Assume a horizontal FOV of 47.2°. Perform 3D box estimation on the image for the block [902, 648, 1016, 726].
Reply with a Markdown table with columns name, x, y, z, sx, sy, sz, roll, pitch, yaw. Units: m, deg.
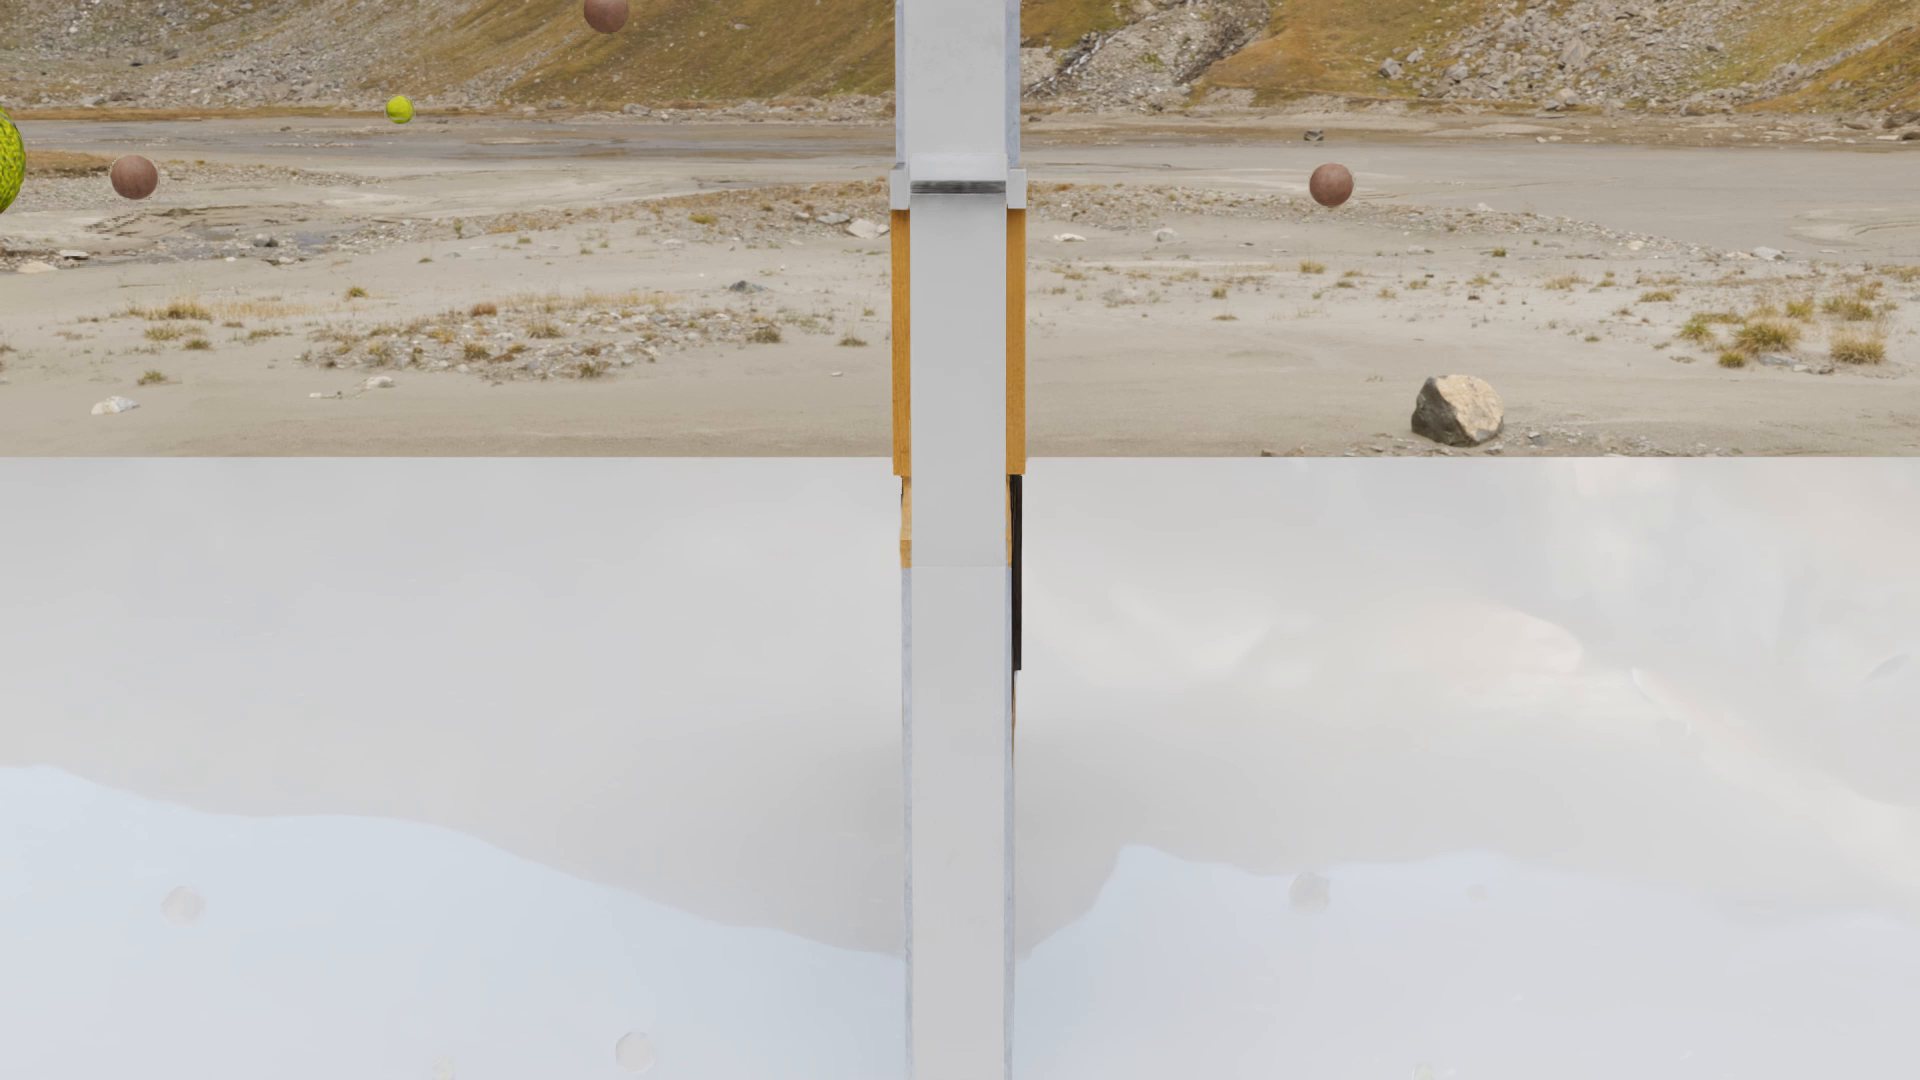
| name | x | y | z | sx | sy | sz | roll | pitch | yaw |
| --- | --- | --- | --- | --- | --- | --- | --- | --- | --- |
| block | 0.000 | 0.192 | 2.956 | 0.145 | 0.041 | 0.291 | 0 | 10 | 1 |

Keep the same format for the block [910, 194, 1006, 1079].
| name | x | y | z | sx | sy | sz | roll | pitch | yaw |
| --- | --- | --- | --- | --- | --- | --- | --- | --- | --- |
| block | -0.002 | 0.206 | 2.497 | 0.104 | 1.183 | 0.030 | 0 | 11 | 0 |

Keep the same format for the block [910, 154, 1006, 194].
| name | x | y | z | sx | sy | sz | roll | pitch | yaw |
| --- | --- | --- | --- | --- | --- | --- | --- | --- | --- |
| block | -0.002 | -0.386 | 2.460 | 0.104 | 0.030 | 0.209 | 0 | -7 | 0 |

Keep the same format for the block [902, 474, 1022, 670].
| name | x | y | z | sx | sy | sz | roll | pitch | yaw |
| --- | --- | --- | --- | --- | --- | --- | --- | --- | --- |
| block | 0.004 | 0.017 | 3.172 | 0.171 | 0.341 | 0.048 | 0 | 11 | 0 |

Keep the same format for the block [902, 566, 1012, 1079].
| name | x | y | z | sx | sy | sz | roll | pitch | yaw |
| --- | --- | --- | --- | --- | --- | --- | --- | --- | --- |
| block | -0.003 | 0.345 | 2.681 | 0.131 | 0.659 | 0.037 | 0 | 8 | 0 |

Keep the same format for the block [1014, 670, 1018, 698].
| name | x | y | z | sx | sy | sz | roll | pitch | yaw |
| --- | --- | --- | --- | --- | --- | --- | --- | --- | --- |
| block | 0.003 | 0.028 | 3.405 | 0.171 | 0.449 | 0.048 | 0 | 11 | 0 |

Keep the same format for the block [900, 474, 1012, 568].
| name | x | y | z | sx | sy | sz | roll | pitch | yaw |
| --- | --- | --- | --- | --- | --- | --- | --- | --- | --- |
| block | -0.004 | -0.046 | 2.704 | 0.131 | 0.037 | 0.262 | 0 | 28 | 0 |

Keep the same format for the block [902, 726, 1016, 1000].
| name | x | y | z | sx | sy | sz | roll | pitch | yaw |
| --- | --- | --- | --- | --- | --- | --- | --- | --- | --- |
| block | 0.000 | 0.417 | 2.899 | 0.145 | 0.382 | 0.041 | 0 | 10 | 1 |

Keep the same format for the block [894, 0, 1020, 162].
| name | x | y | z | sx | sy | sz | roll | pitch | yaw |
| --- | --- | --- | --- | --- | --- | --- | --- | --- | --- |
| block | -0.003 | -0.651 | 2.818 | 0.159 | 0.328 | 0.045 | 0 | 11 | 1 |

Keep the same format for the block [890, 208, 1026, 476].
| name | x | y | z | sx | sy | sz | roll | pitch | yaw |
| --- | --- | --- | --- | --- | --- | --- | --- | --- | --- |
| block | -0.001 | -0.243 | 2.693 | 0.162 | 0.324 | 0.046 | 0 | 9 | 0 |

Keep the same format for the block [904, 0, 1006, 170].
| name | x | y | z | sx | sy | sz | roll | pitch | yaw |
| --- | --- | --- | --- | --- | --- | --- | --- | --- | --- |
| block | -0.006 | -0.553 | 2.575 | 0.118 | 0.236 | 0.033 | 0 | 12 | 1 |

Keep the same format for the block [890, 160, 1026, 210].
| name | x | y | z | sx | sy | sz | roll | pitch | yaw |
| --- | --- | --- | --- | --- | --- | --- | --- | --- | --- |
| block | 0.000 | -0.449 | 2.769 | 0.162 | 0.046 | 0.324 | 0 | 12 | 1 |
